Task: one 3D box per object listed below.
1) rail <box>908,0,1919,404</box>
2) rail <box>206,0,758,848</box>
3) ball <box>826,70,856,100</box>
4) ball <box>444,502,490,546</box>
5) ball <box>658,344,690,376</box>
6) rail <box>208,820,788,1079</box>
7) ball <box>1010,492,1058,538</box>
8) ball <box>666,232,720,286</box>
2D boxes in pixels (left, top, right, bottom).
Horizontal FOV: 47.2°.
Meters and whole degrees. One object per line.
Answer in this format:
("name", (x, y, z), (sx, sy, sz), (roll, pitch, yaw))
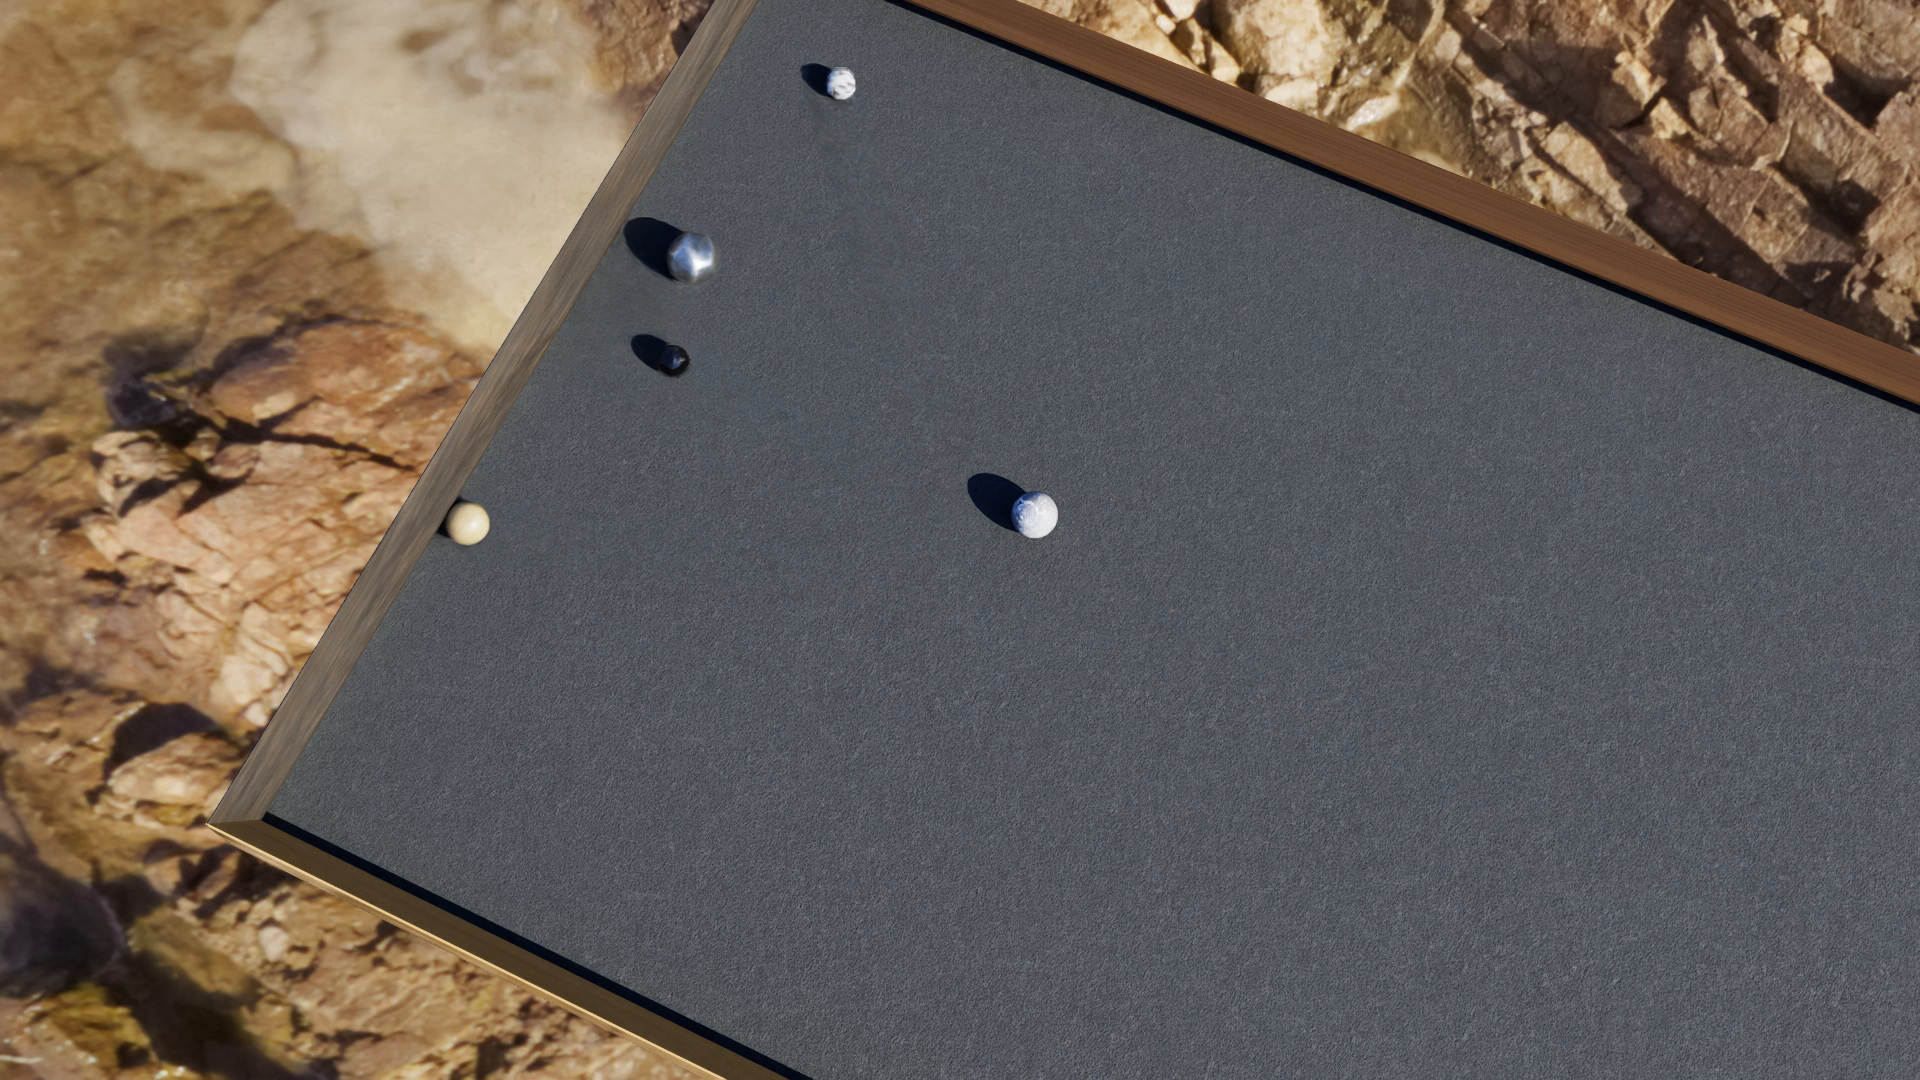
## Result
("rail", (1.099, -0.440, 3.635), (3.176, 0.115, 0.045), (24, 70, 9))
("rail", (-0.696, -0.317, 3.586), (0.045, 0.115, 1.826), (24, 70, 9))
("ball", (-0.206, -0.789, 3.810), (0.052, 0.052, 0.052), (0, 68, 0))
("ball", (-0.783, -0.026, 3.495), (0.070, 0.070, 0.070), (0, 68, 0))
("ball", (-0.471, -0.294, 3.612), (0.053, 0.053, 0.053), (0, 68, 0))
("rail", (0.336, 1.052, 3.037), (3.176, 0.115, 0.045), (24, 70, 9))
("ball", (0.119, -0.040, 3.497), (0.075, 0.075, 0.075), (0, 68, 0))
("ball", (-0.445, -0.468, 3.662), (0.088, 0.088, 0.088), (0, 68, 0))
